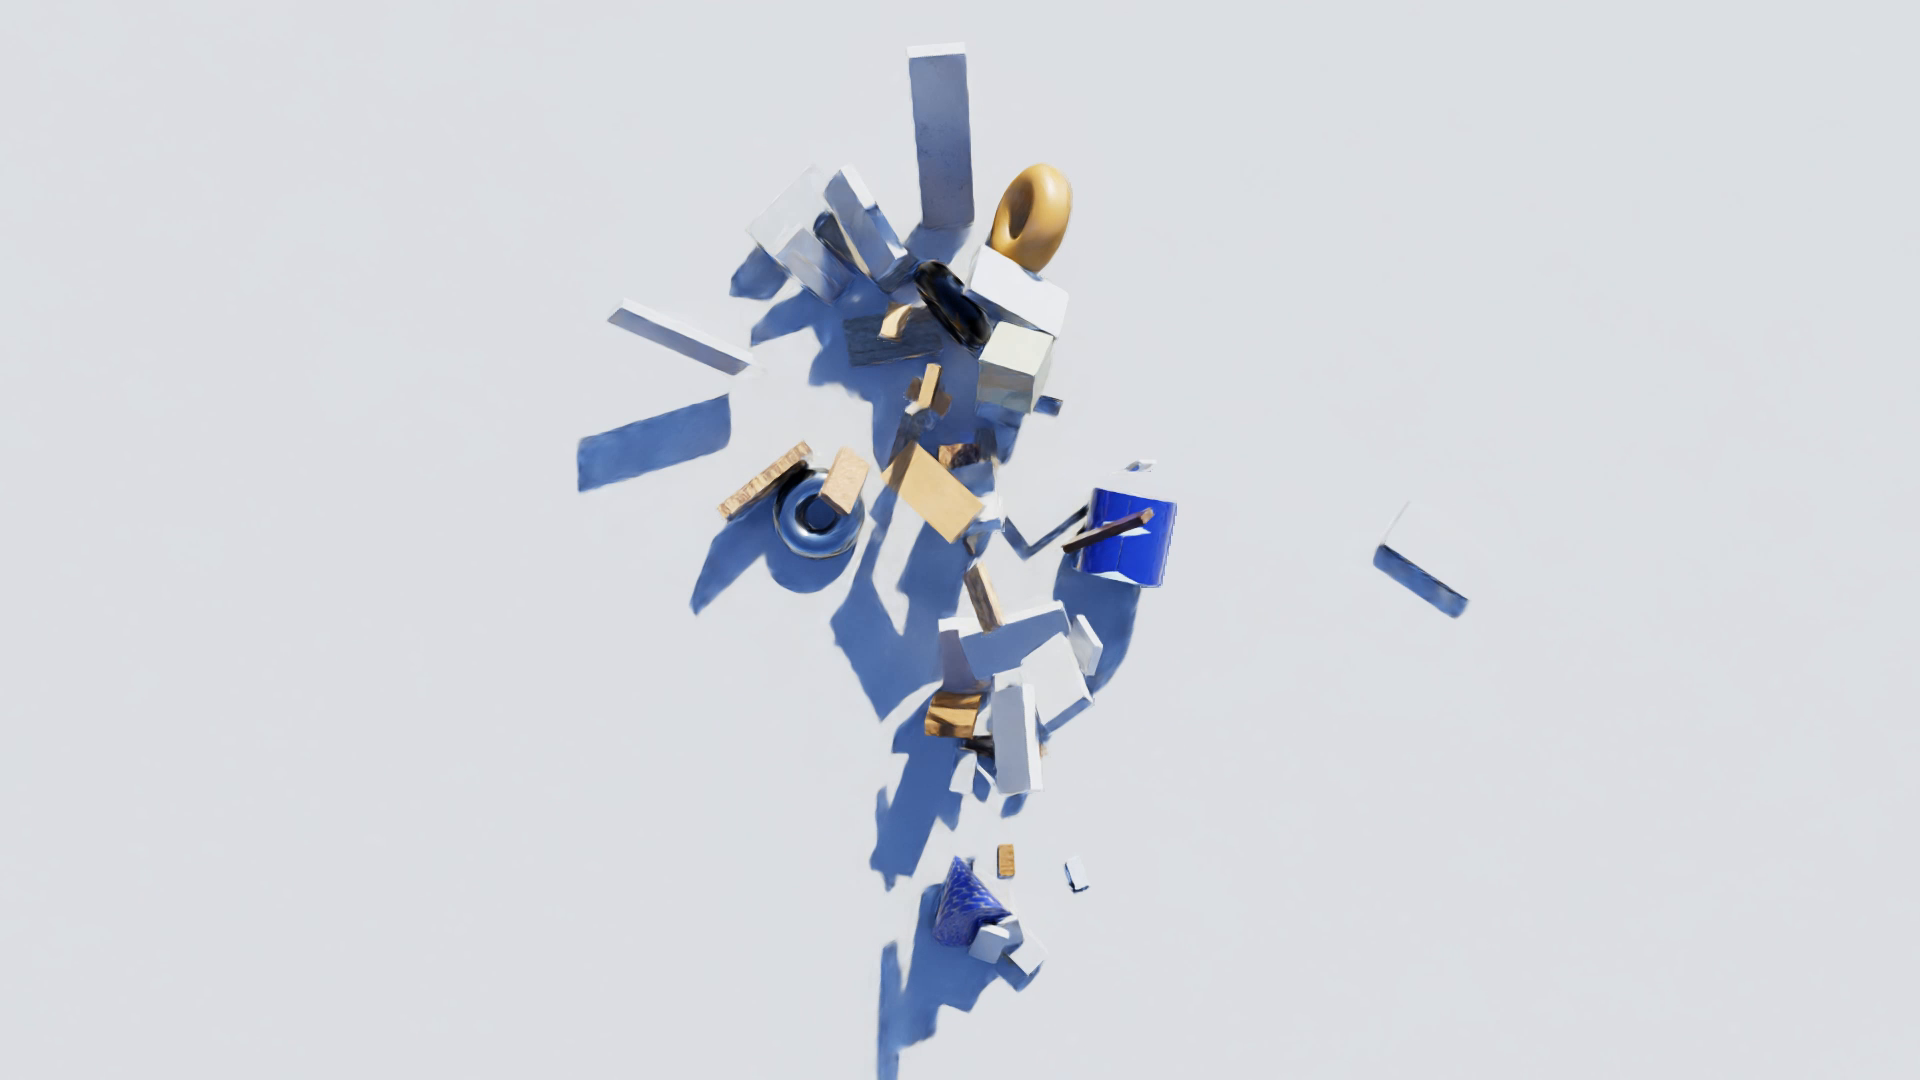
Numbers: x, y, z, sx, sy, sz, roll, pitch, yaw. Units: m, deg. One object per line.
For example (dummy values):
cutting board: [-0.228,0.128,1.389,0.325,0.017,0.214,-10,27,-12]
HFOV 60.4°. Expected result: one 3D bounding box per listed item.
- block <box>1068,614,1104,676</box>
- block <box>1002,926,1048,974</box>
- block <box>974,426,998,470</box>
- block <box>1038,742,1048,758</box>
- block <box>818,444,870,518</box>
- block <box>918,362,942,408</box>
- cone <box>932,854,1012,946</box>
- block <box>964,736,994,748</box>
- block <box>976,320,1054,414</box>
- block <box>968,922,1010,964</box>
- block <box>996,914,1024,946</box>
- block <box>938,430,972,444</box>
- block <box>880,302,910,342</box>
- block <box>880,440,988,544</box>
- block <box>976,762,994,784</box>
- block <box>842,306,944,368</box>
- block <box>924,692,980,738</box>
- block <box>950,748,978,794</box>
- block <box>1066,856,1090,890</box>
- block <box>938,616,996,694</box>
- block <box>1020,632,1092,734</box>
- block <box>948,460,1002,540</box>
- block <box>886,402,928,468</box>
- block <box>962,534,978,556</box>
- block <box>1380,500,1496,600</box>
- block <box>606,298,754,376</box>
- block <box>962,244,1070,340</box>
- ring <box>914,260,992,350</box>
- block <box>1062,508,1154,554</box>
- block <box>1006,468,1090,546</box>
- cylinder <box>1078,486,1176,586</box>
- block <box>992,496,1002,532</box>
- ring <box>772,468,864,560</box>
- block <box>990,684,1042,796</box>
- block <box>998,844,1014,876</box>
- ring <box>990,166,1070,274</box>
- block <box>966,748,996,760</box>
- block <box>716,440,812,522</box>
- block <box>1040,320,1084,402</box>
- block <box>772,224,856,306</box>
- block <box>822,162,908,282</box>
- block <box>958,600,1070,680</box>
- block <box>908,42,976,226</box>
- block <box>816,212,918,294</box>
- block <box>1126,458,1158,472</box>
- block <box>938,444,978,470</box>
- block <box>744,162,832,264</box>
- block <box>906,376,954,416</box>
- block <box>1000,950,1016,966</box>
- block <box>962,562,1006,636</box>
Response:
block: [0.368,0.311,4.879,0.028,0.197,0.099,10,112,-19]
block: [0.192,1.336,5.459,0.095,0.027,0.191,-45,90,0]
block: [0.087,-0.302,5.489,0.071,0.020,0.142,-5,89,0]
block: [0.249,0.697,5.428,0.071,0.141,0.020,-20,92,-1]
block: [-0.378,-0.194,5.391,0.114,0.032,0.228,40,46,-22]
block: [-0.092,-0.477,5.118,0.037,0.263,0.131,15,94,0]
cone: [0.013,1.148,5.419,0.271,0.271,0.271,-15,53,0]
block: [0.071,0.664,5.423,0.115,0.058,0.016,0,53,0]
block: [0.171,-0.536,5.131,0.179,0.179,0.179,18,54,11]
block: [0.093,1.315,5.378,0.095,0.191,0.027,20,48,2]
block: [0.163,1.272,5.379,0.071,0.159,0.020,-15,49,0]
block: [-0.010,-0.245,5.484,0.114,0.032,0.228,-4,90,0]
block: [-0.212,-0.717,5.410,0.071,0.020,0.142,13,58,2]
block: [-0.085,-0.151,5.156,0.316,0.045,0.158,43,94,16]
block: [0.076,0.768,5.475,0.014,0.050,0.100,-44,90,0]
block: [-0.223,-0.677,5.478,0.311,0.044,0.156,-10,90,0]
block: [-0.022,0.562,5.312,0.152,0.304,0.043,3,104,5]
block: [0.012,0.760,5.429,0.071,0.020,0.141,7,88,21]
block: [0.392,1.109,5.493,0.050,0.014,0.100,-20,90,0]
block: [0.024,0.376,5.357,0.169,0.338,0.048,-4,48,0]
block: [0.282,0.415,4.839,0.152,0.304,0.043,-37,123,14]
block: [0.042,-0.131,5.280,0.158,0.316,0.045,-14,128,6]
block: [-0.170,-0.341,5.387,0.032,0.114,0.228,30,126,15]
block: [0.031,-0.007,5.224,0.016,0.113,0.056,-17,121,18]
block: [1.587,0.035,5.476,0.338,0.048,0.169,34,90,0]
block: [-0.895,-0.647,5.281,0.456,0.131,0.037,22,66,-27]
block: [0.180,-0.780,5.229,0.344,0.049,0.172,26,64,-24]
ring: [-0.022,-0.754,5.306,0.113,0.339,0.339,-39,90,-2]
block: [0.454,-0.027,5.072,0.284,0.099,0.028,-22,97,30]
block: [0.298,-0.109,5.481,0.262,0.037,0.131,-37,90,0]
cylinder: [0.539,-0.014,5.345,0.272,0.272,0.272,11,95,0]
block: [0.118,-0.085,5.445,0.016,0.056,0.113,17,134,3]
ring: [-0.467,-0.087,5.450,0.305,0.102,0.305,0,90,-1]
block: [0.163,0.584,4.813,0.043,0.152,0.304,7,72,-37]
block: [0.155,1.064,5.493,0.050,0.014,0.100,-3,90,0]
ring: [0.226,-1.029,5.333,0.126,0.379,0.379,15,90,-26]
block: [0.078,0.689,5.479,0.115,0.016,0.058,13,90,13]
block: [-0.635,-0.189,5.381,0.355,0.158,0.045,-38,88,-6]
block: [0.314,-0.605,5.481,0.131,0.037,0.262,15,90,0]
block: [-0.477,-0.901,5.405,0.131,0.037,0.263,-48,126,2]
block: [-0.308,-1.021,5.313,0.049,0.172,0.344,-30,87,-29]
block: [0.182,0.315,5.192,0.338,0.048,0.169,-17,120,7]
block: [-0.054,-1.262,5.191,0.172,0.699,0.049,-5,56,0]
block: [-0.306,-0.975,5.471,0.311,0.044,0.156,40,90,-2]
block: [0.574,-0.237,5.231,0.056,0.112,0.016,-31,76,31]
block: [-0.002,-0.183,5.445,0.131,0.037,0.262,-1,88,-1]
block: [-0.543,-1.076,5.433,0.311,0.044,0.156,-46,110,-7]
block: [-0.101,-0.470,5.405,0.142,0.020,0.071,29,124,0]
block: [0.150,1.311,5.486,0.095,0.027,0.191,-36,90,0]
block: [0.072,0.176,4.951,0.028,0.099,0.197,-11,72,-31]
